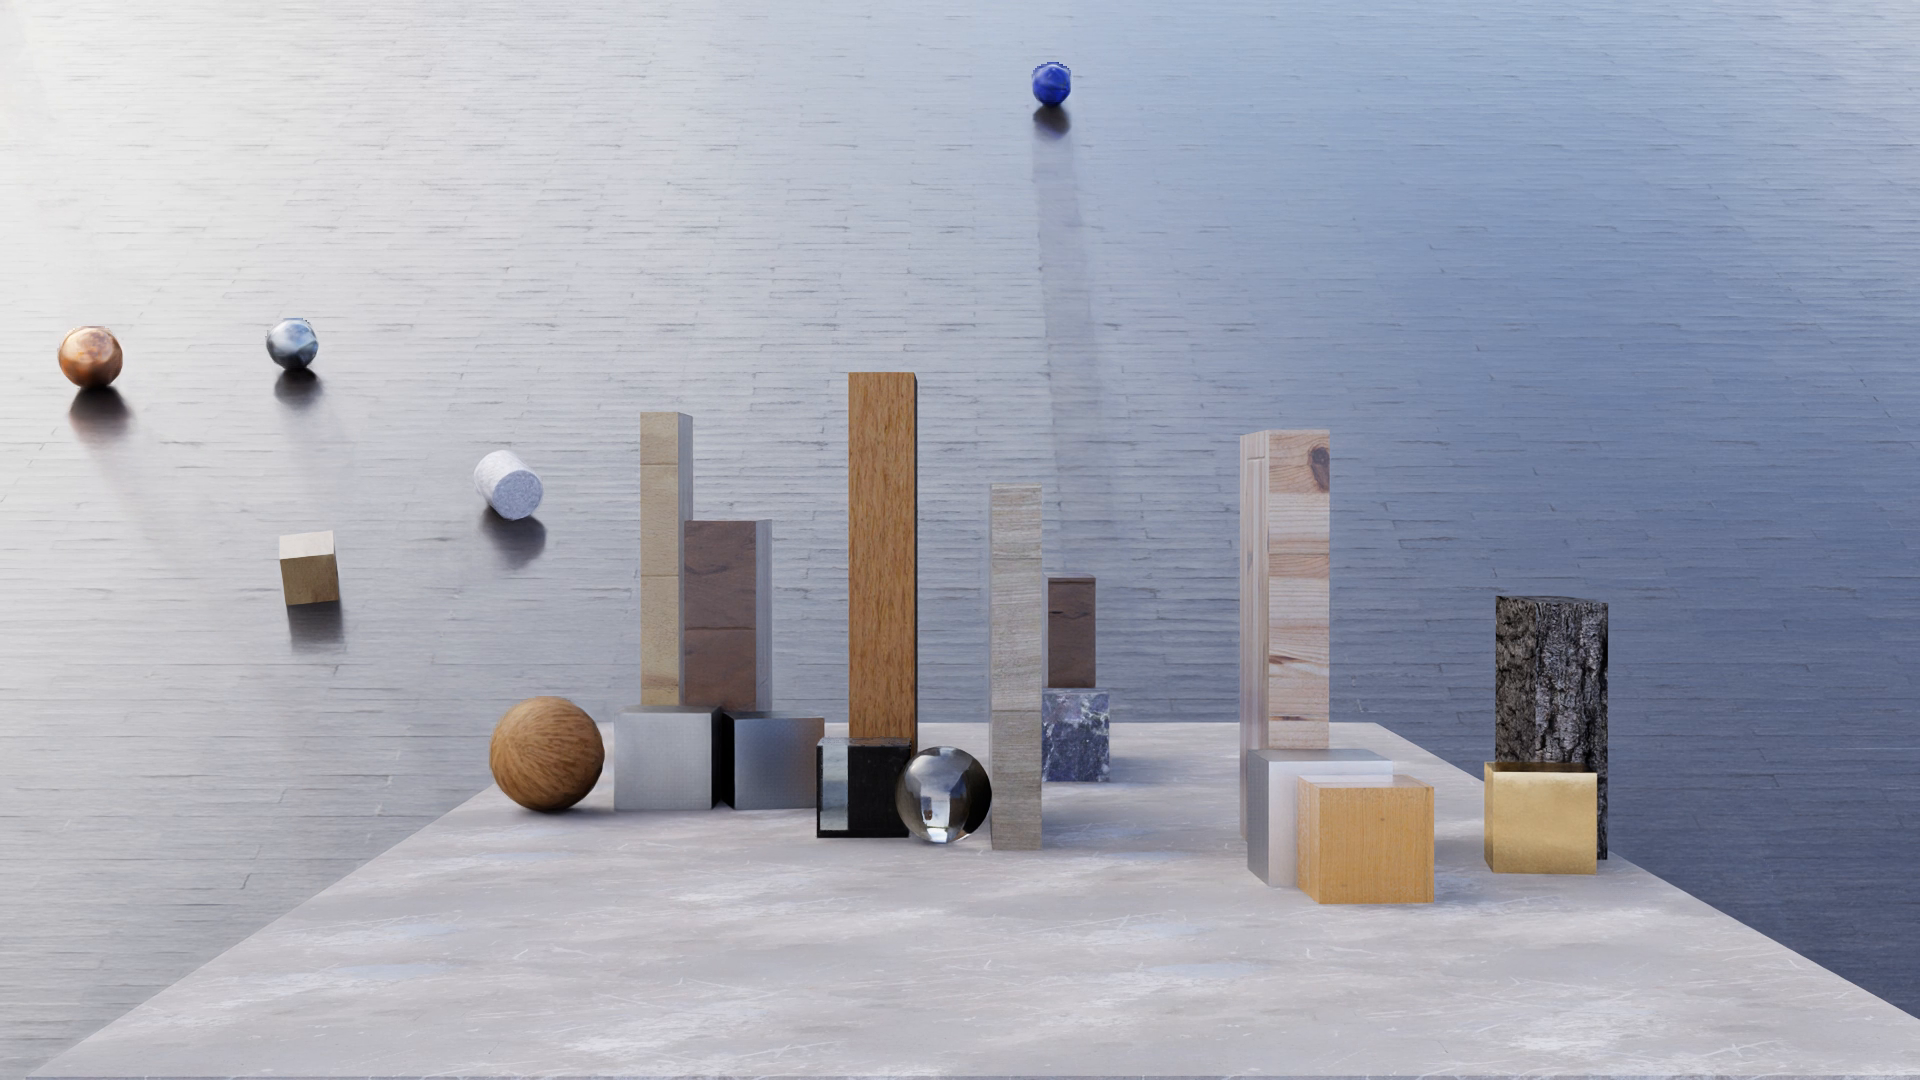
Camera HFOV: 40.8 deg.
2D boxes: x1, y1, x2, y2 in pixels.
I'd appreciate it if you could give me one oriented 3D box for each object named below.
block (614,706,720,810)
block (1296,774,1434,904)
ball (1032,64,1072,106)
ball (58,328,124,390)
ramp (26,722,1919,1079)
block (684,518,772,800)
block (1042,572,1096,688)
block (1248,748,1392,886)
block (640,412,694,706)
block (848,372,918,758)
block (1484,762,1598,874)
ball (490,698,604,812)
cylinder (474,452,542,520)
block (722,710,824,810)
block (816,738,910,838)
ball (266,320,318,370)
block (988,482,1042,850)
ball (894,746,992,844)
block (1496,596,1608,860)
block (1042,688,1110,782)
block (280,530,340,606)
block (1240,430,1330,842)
[{"bbox_3d":[-0.548,0.408,4.849,0.180,0.180,0.180,0,1,0],"label":"block"},{"bbox_3d":[0.588,0.434,3.758,0.165,0.165,0.165,0,1,-3],"label":"block"},{"bbox_3d":[0.406,-2.017,11.448,0.178,0.178,0.178,0,27,0],"label":"ball"},{"bbox_3d":[-2.915,-0.610,8.662,0.208,0.208,0.208,0,27,0],"label":"ball"},{"bbox_3d":[0.061,0.552,4.589,2.000,0.100,4.000,0,1,0],"label":"ramp"},{"bbox_3d":[-0.459,0.226,5.152,0.137,0.533,0.432,0,1,0],"label":"block"},{"bbox_3d":[0.234,0.280,5.586,0.100,0.409,0.344,0,1,0],"label":"block"},{"bbox_3d":[0.546,0.420,3.932,0.186,0.186,0.186,0,1,-3],"label":"block"},{"bbox_3d":[-0.674,0.094,5.954,0.084,0.768,0.328,0,1,0],"label":"block"},{"bbox_3d":[-0.138,0.101,4.716,0.115,0.797,0.378,0,1,0],"label":"block"},{"bbox_3d":[0.906,0.433,4.036,0.156,0.156,0.156,0,1,7],"label":"block"},{"bbox_3d":[-0.759,0.395,4.749,0.209,0.209,0.209,0,27,0],"label":"ball"},{"bbox_3d":[-1.375,-0.167,7.849,0.160,0.160,0.160,-15,31,-26],"label":"cylinder"},{"bbox_3d":[-0.353,0.413,4.861,0.168,0.168,0.168,0,1,-13],"label":"block"},{"bbox_3d":[-0.165,0.426,4.455,0.156,0.156,0.156,0,1,0],"label":"block"},{"bbox_3d":[-2.279,-0.666,8.814,0.170,0.170,0.170,0,27,0],"label":"ball"},{"bbox_3d":[0.093,0.204,4.436,0.081,0.602,0.432,0,1,0],"label":"block"},{"bbox_3d":[-0.029,0.426,4.320,0.162,0.162,0.162,0,27,0],"label":"ball"},{"bbox_3d":[0.974,0.302,4.264,0.115,0.409,0.306,0,1,0],"label":"block"},{"bbox_3d":[0.217,0.400,5.327,0.177,0.177,0.177,0,1,1],"label":"block"},{"bbox_3d":[-1.859,0.079,7.379,0.149,0.149,0.149,-6,28,-12],"label":"block"},{"bbox_3d":[0.528,0.166,4.229,0.094,0.683,0.414,0,1,0],"label":"block"}]
